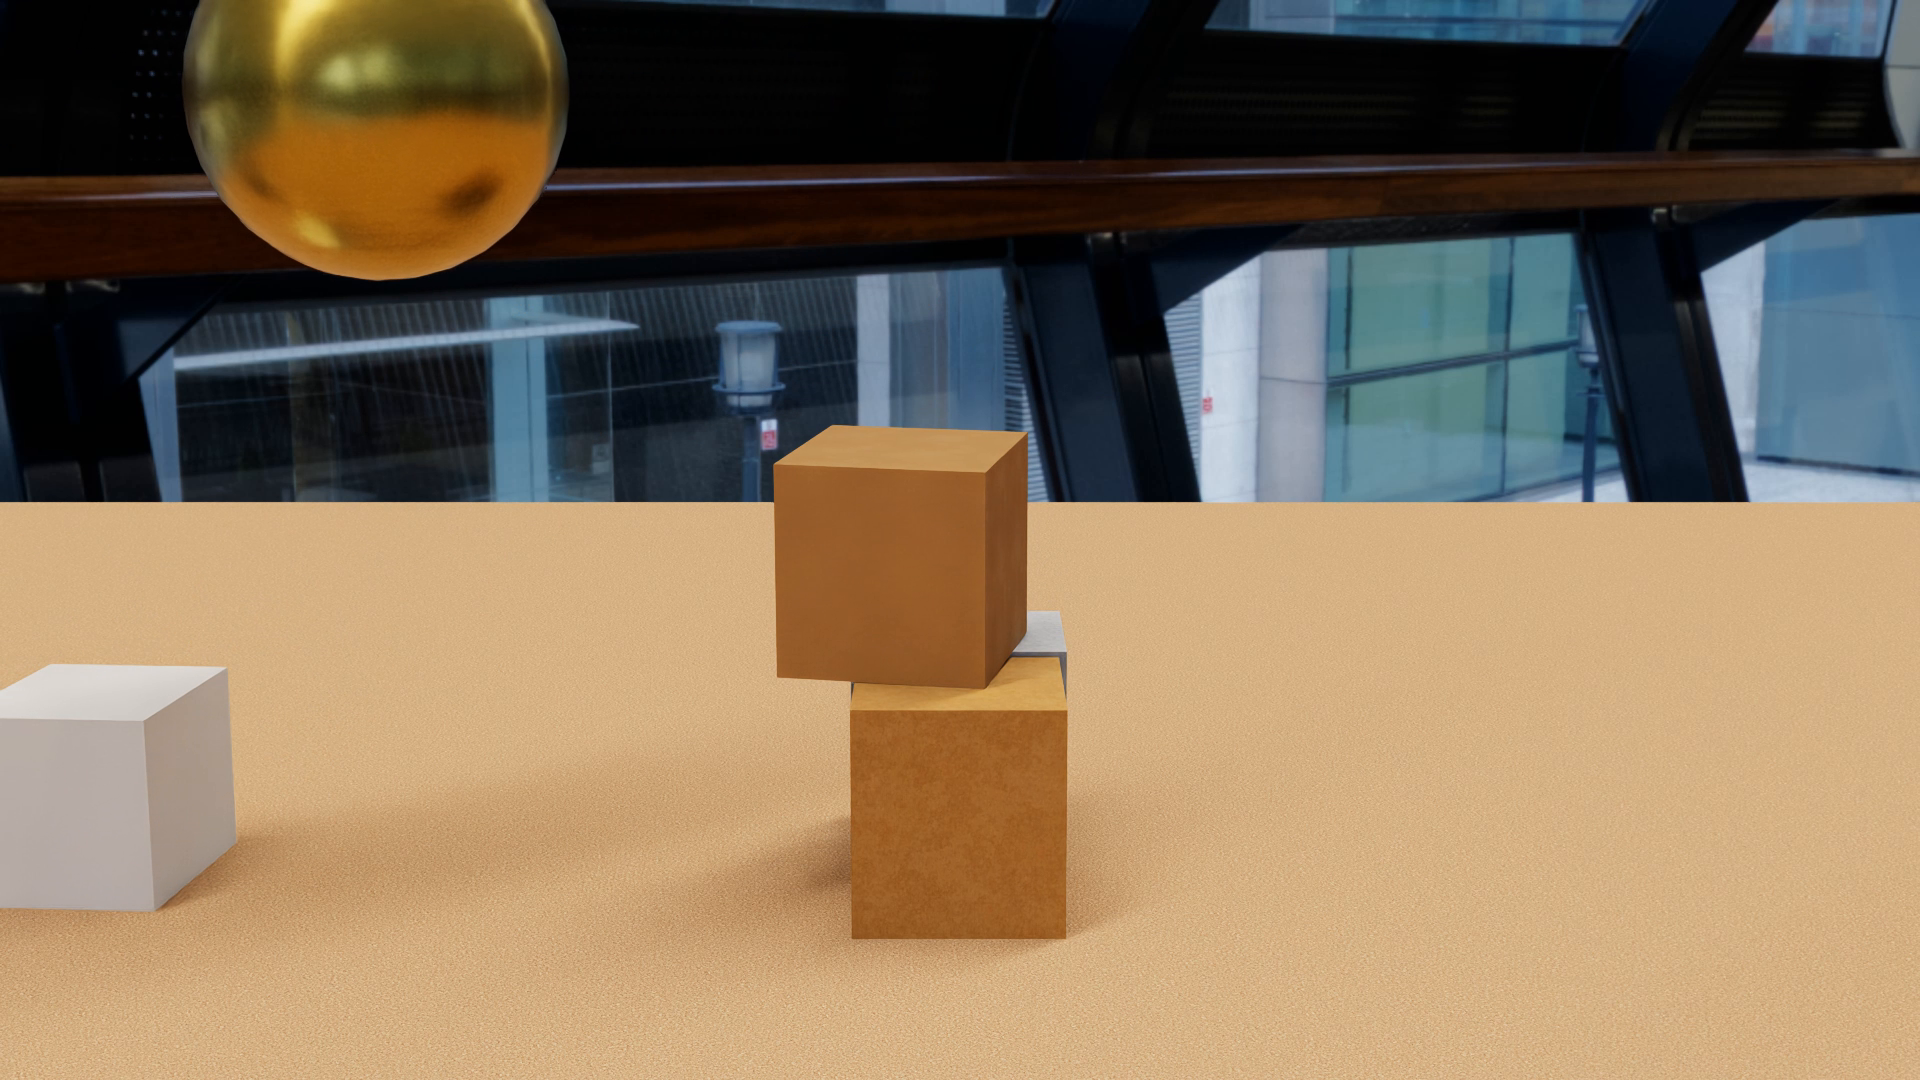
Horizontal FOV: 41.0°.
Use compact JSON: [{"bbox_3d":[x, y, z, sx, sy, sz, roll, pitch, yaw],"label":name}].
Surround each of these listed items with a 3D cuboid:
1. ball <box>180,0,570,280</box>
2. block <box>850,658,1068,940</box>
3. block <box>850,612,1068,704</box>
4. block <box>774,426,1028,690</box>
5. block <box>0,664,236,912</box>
[{"bbox_3d":[-2.455,-1.899,10.835,1.600,1.600,1.600,0,10,0],"label":"ball"},{"bbox_3d":[-0.005,1.079,10.929,0.881,0.967,0.956,0,10,0],"label":"block"},{"bbox_3d":[-0.006,0.902,11.836,0.956,0.990,0.869,0,10,0],"label":"block"},{"bbox_3d":[-0.237,0.051,11.179,0.902,0.923,0.971,3,13,12],"label":"block"},{"bbox_3d":[-3.795,1.073,11.330,0.830,0.834,0.992,1,10,4],"label":"block"}]
